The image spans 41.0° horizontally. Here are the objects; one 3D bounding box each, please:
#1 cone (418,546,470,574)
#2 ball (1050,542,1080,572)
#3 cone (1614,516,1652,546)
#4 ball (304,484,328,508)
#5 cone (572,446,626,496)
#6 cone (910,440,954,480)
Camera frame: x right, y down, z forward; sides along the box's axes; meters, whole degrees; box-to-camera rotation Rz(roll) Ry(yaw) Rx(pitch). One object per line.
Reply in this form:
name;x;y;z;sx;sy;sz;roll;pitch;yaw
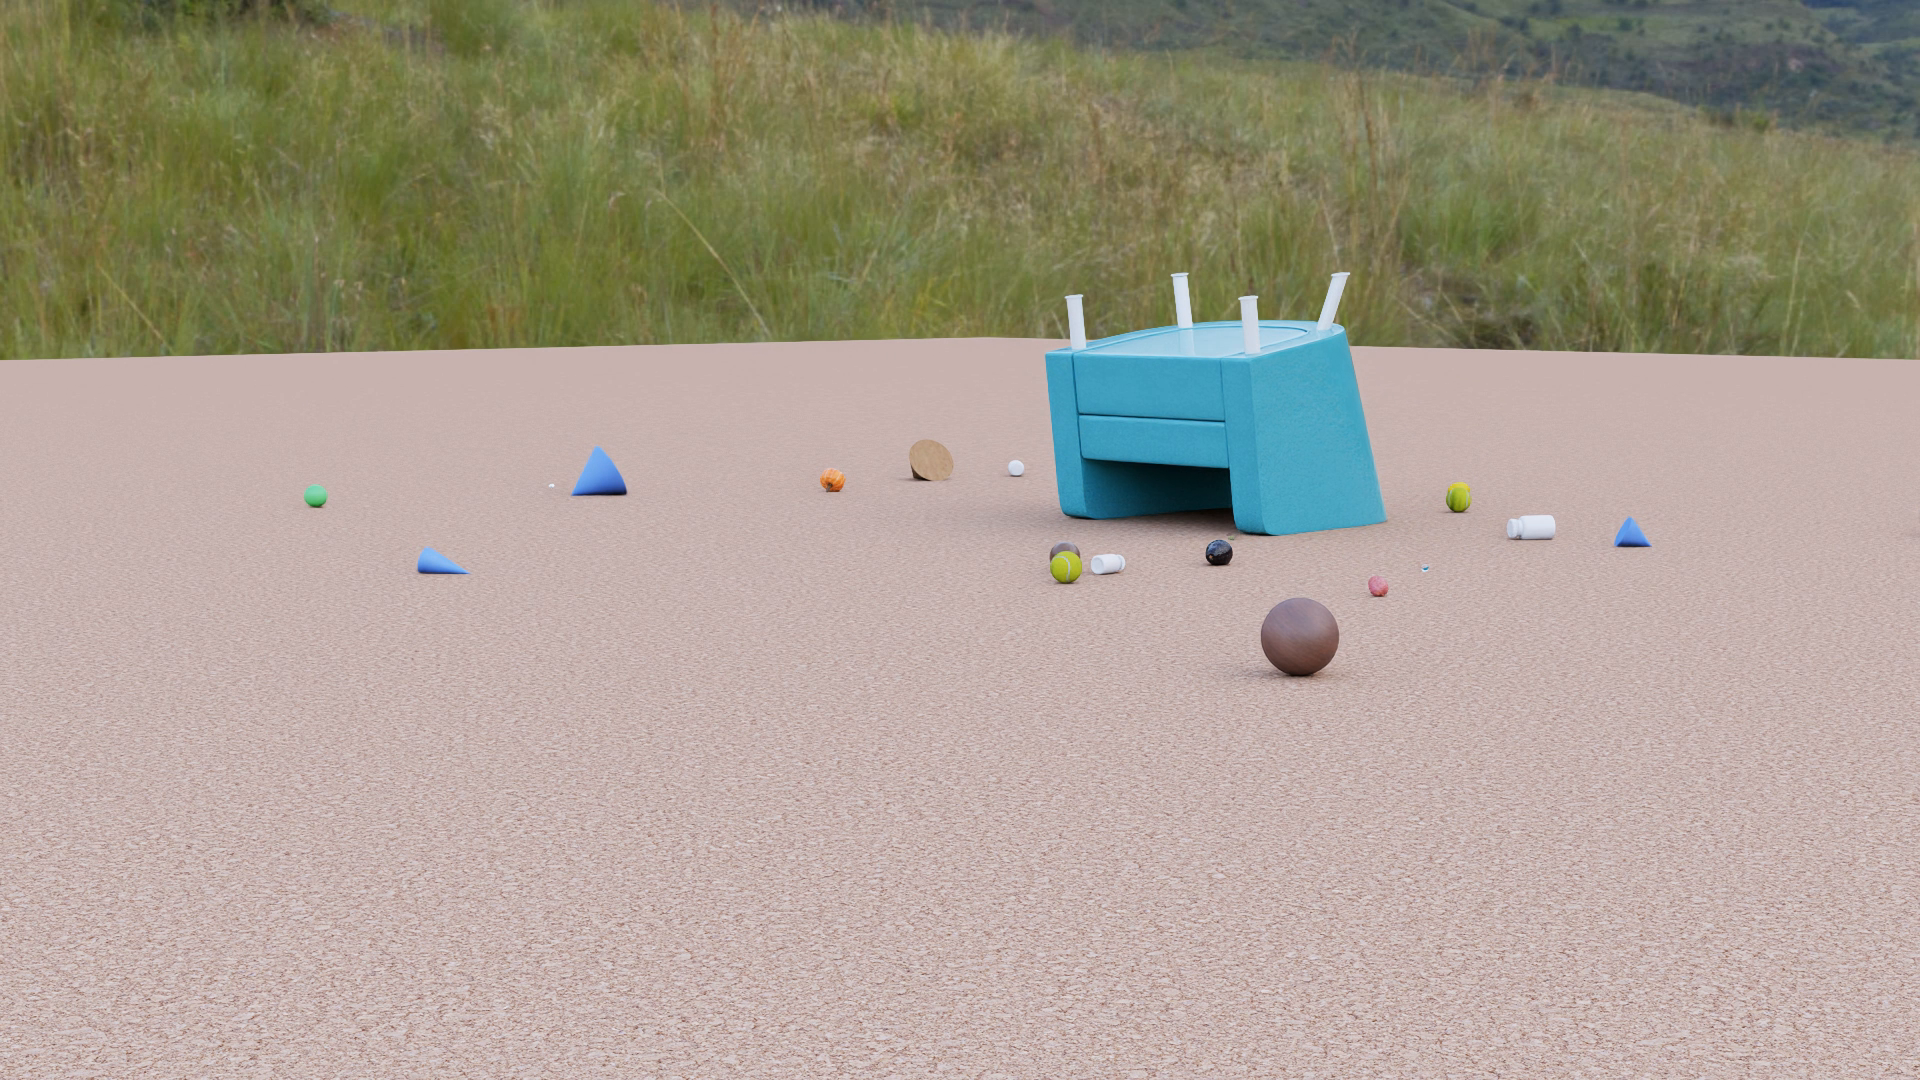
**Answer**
cone;-1.136;0.060;5.691;0.114;0.061;0.067;16;7;10
ball;0.233;0.038;5.706;0.069;0.069;0.069;0;6;0
cone;1.653;-0.003;6.260;0.079;0.080;0.084;27;-17;1
ball;-1.837;-0.126;7.316;0.065;0.065;0.065;0;6;0
cone;-1.112;-0.173;7.727;0.145;0.168;0.187;-34;-8;-16
cone;-0.122;-0.231;8.335;0.163;0.149;0.130;-7;-21;-33
